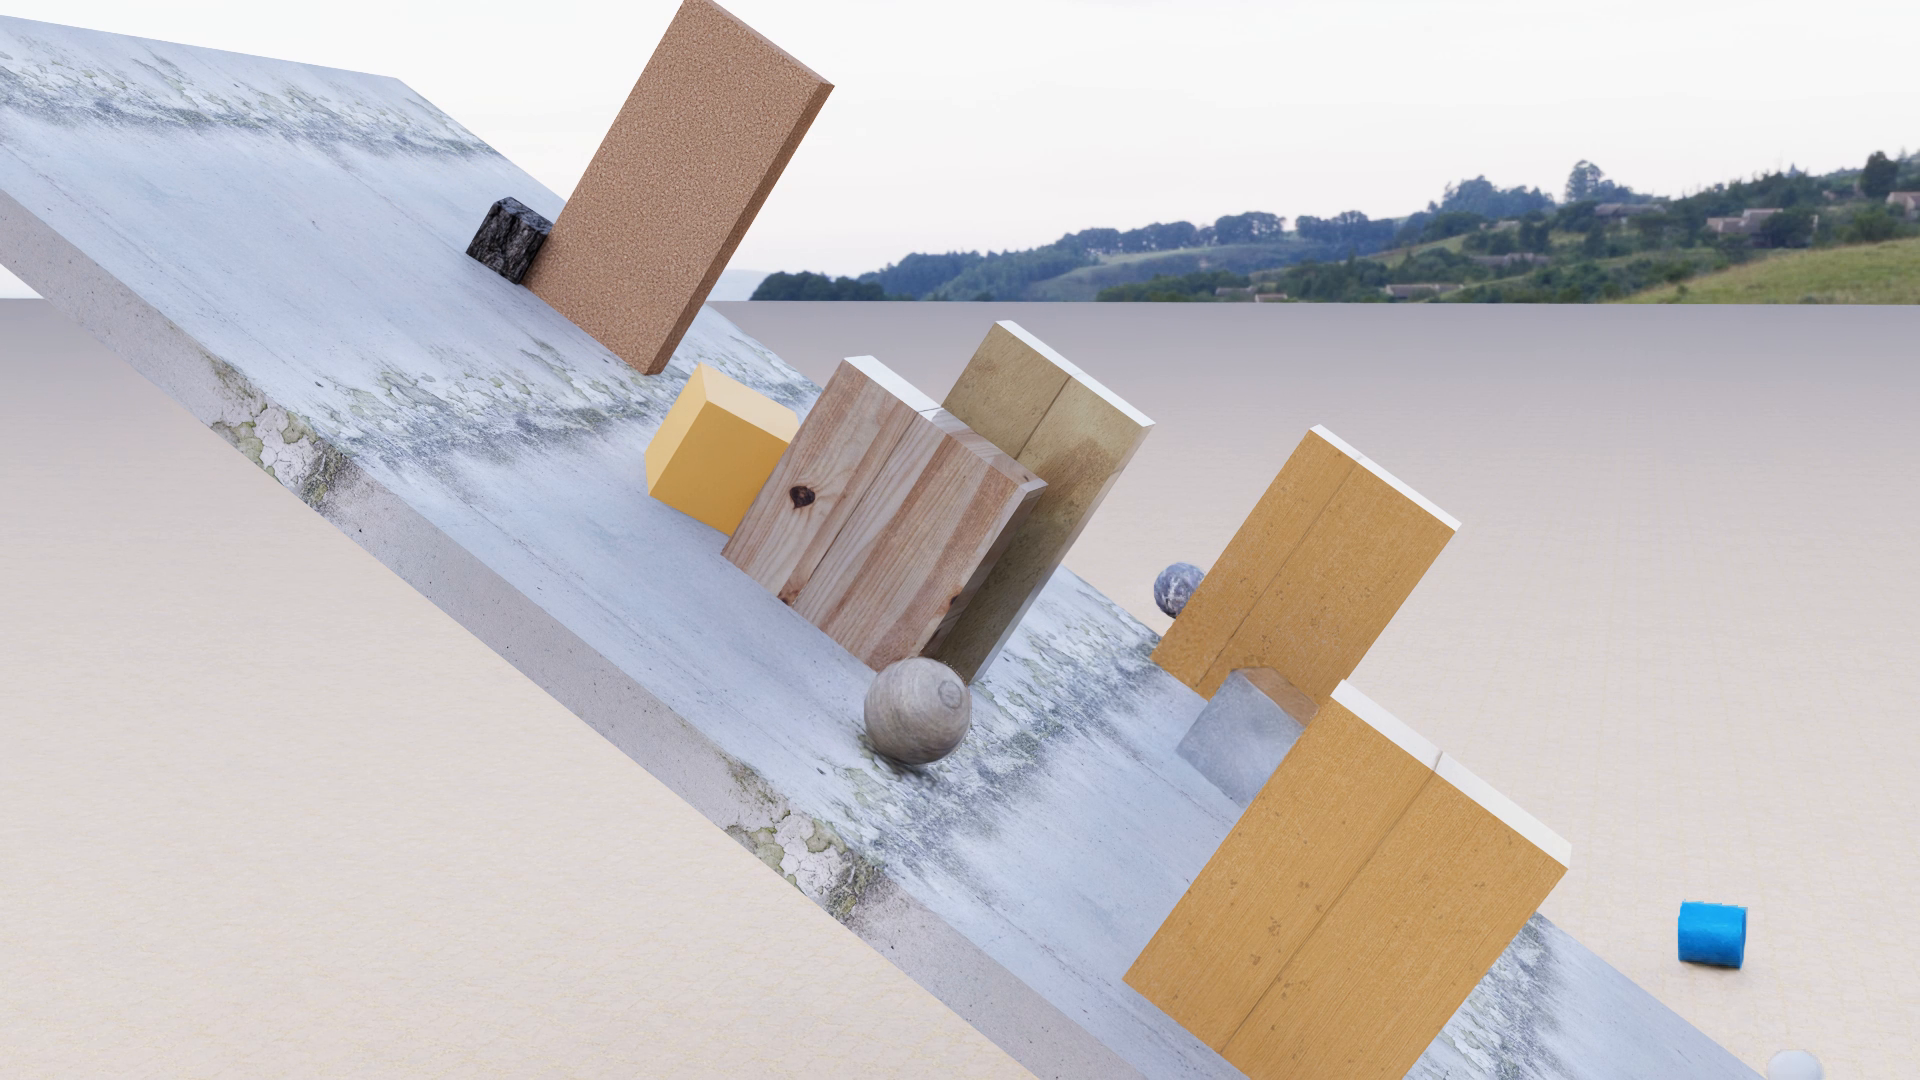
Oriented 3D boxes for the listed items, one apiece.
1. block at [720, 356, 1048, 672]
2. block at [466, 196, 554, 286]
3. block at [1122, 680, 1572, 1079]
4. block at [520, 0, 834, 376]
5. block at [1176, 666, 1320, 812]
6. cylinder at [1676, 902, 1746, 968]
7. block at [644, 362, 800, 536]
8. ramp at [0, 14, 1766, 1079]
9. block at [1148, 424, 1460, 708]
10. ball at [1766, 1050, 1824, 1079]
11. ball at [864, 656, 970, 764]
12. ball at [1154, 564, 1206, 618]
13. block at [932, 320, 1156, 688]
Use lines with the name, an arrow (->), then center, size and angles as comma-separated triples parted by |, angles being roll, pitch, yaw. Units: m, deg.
block -> -0.131, -0.035, 3.773 | 0.387, 0.410, 0.137 | 36, 15, 10
block -> -0.915, -0.614, 4.502 | 0.121, 0.121, 0.121 | 32, 15, -4
block -> 0.555, 0.540, 3.182 | 0.398, 0.529, 0.136 | 36, 15, 10
block -> -0.572, -0.709, 4.411 | 0.330, 0.689, 0.082 | 36, 15, 10
block -> 0.595, 0.394, 4.328 | 0.205, 0.205, 0.205 | 41, 17, 24
cylinder -> 2.020, 1.060, 5.908 | 0.159, 0.159, 0.159 | 3, 8, 25
block -> -0.423, -0.157, 3.946 | 0.202, 0.202, 0.202 | 28, 16, -20
ramp -> -0.111, 0.191, 4.092 | 4.000, 0.100, 2.000 | 36, 15, 10
block -> 0.738, 0.110, 4.723 | 0.368, 0.608, 0.149 | 36, 15, 10
ball -> 1.839, 1.183, 4.844 | 0.117, 0.117, 0.117 | 0, 7, 0
ball -> -0.067, 0.267, 3.438 | 0.168, 0.168, 0.168 | 0, 7, 0
ball -> 0.498, 0.115, 4.934 | 0.126, 0.126, 0.126 | 0, 7, 0
block -> 0.051, -0.064, 3.924 | 0.319, 0.571, 0.102 | 36, 15, 10
